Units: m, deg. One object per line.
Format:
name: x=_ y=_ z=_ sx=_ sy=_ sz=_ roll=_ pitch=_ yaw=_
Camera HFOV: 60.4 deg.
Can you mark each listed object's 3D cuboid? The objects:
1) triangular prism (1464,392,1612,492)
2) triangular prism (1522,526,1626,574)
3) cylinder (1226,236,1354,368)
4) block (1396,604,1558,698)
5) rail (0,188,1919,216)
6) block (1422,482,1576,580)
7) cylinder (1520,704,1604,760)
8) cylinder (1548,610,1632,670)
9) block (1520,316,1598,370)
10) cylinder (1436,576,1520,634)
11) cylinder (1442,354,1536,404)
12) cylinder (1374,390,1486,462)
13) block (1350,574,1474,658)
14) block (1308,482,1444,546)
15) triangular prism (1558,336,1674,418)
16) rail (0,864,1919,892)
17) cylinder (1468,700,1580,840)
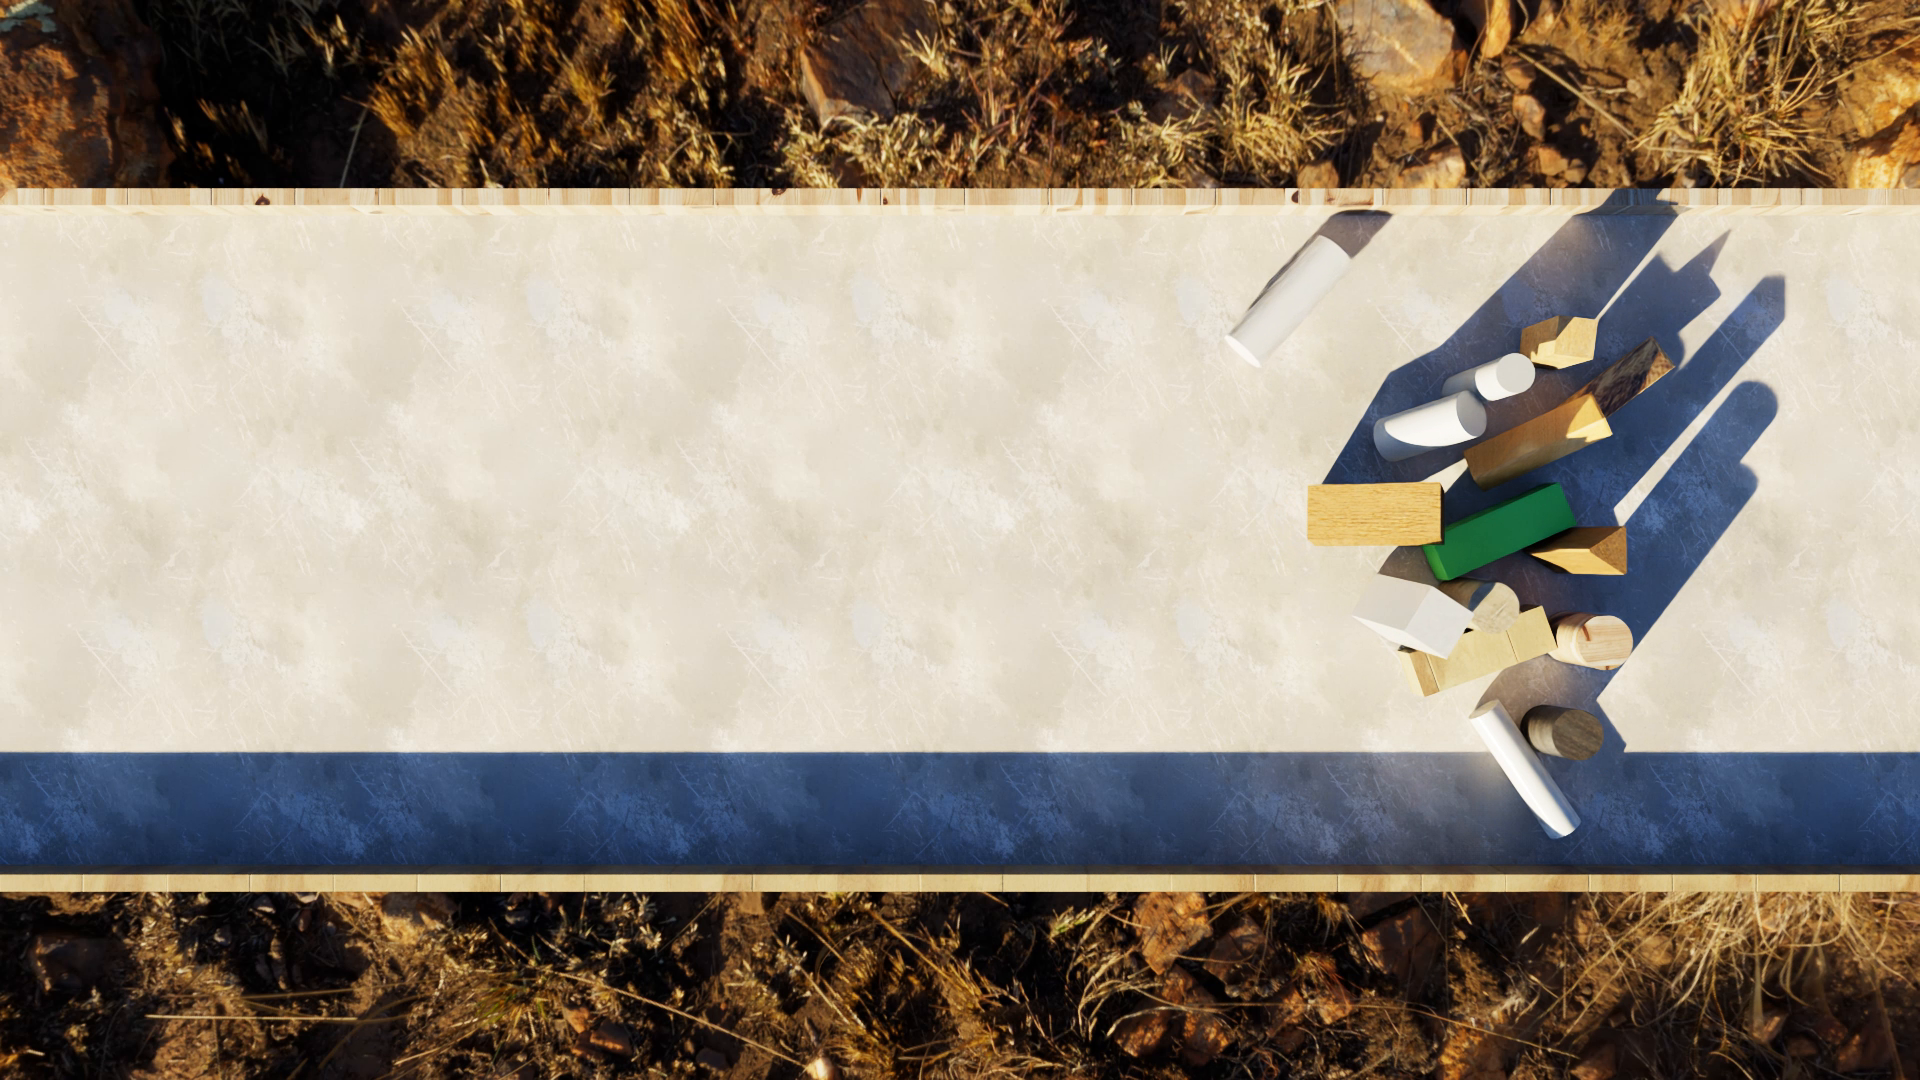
triangular prism: x=1.731 y=-0.281 z=4.942 sx=0.407 sy=0.121 sz=0.140 roll=-26 pitch=94 yaw=20
triangular prism: x=1.846 y=0.014 z=4.903 sx=0.136 sy=0.341 sz=0.118 roll=30 pitch=83 yaw=-11
cylinder: x=0.999 y=-0.722 z=5.005 sx=0.142 sy=0.142 sz=0.413 roll=43 pitch=90 yaw=0
block: x=1.567 y=0.334 z=5.007 sx=0.424 sy=0.138 sz=0.138 roll=-20 pitch=90 yaw=0
rail: x=-2.247 y=-1.025 z=5.002 sx=12.000 sy=0.150 sz=0.050 roll=0 pitch=90 yaw=0
block: x=1.629 y=-0.026 z=5.008 sx=0.418 sy=0.138 sz=0.138 roll=-24 pitch=90 yaw=0
cylinder: x=1.790 y=0.572 z=4.915 sx=0.148 sy=0.312 sz=0.148 roll=0 pitch=87 yaw=3
cylinder: x=1.867 y=0.296 z=4.924 sx=0.159 sy=0.306 sz=0.159 roll=0 pitch=90 yaw=0
block: x=1.780 y=-0.586 z=4.921 sx=0.114 sy=0.312 sz=0.114 roll=8 pitch=90 yaw=0
cylinder: x=1.532 y=0.191 z=4.909 sx=0.148 sy=0.331 sz=0.148 roll=0 pitch=92 yaw=-1
cylinder: x=1.551 y=-0.462 z=4.857 sx=0.113 sy=0.433 sz=0.113 roll=0 pitch=88 yaw=-3
cylinder: x=1.398 y=-0.337 z=4.914 sx=0.140 sy=0.304 sz=0.140 roll=10 pitch=72 yaw=-35
block: x=1.326 y=0.220 z=4.856 sx=0.151 sy=0.422 sz=0.151 roll=32 pitch=89 yaw=-8
block: x=1.242 y=-0.075 z=4.924 sx=0.381 sy=0.163 sz=0.163 roll=-1 pitch=82 yaw=21
triangular prism: x=1.959 y=-0.464 z=5.002 sx=0.391 sy=0.116 sz=0.100 roll=-37 pitch=120 yaw=0
rail: x=-2.247 y=1.025 z=5.001 sx=12.000 sy=0.150 sz=0.050 roll=0 pitch=90 yaw=0
cylinder: x=1.719 y=0.698 z=5.023 sx=0.107 sy=0.107 sz=0.440 roll=-34 pitch=90 yaw=0
